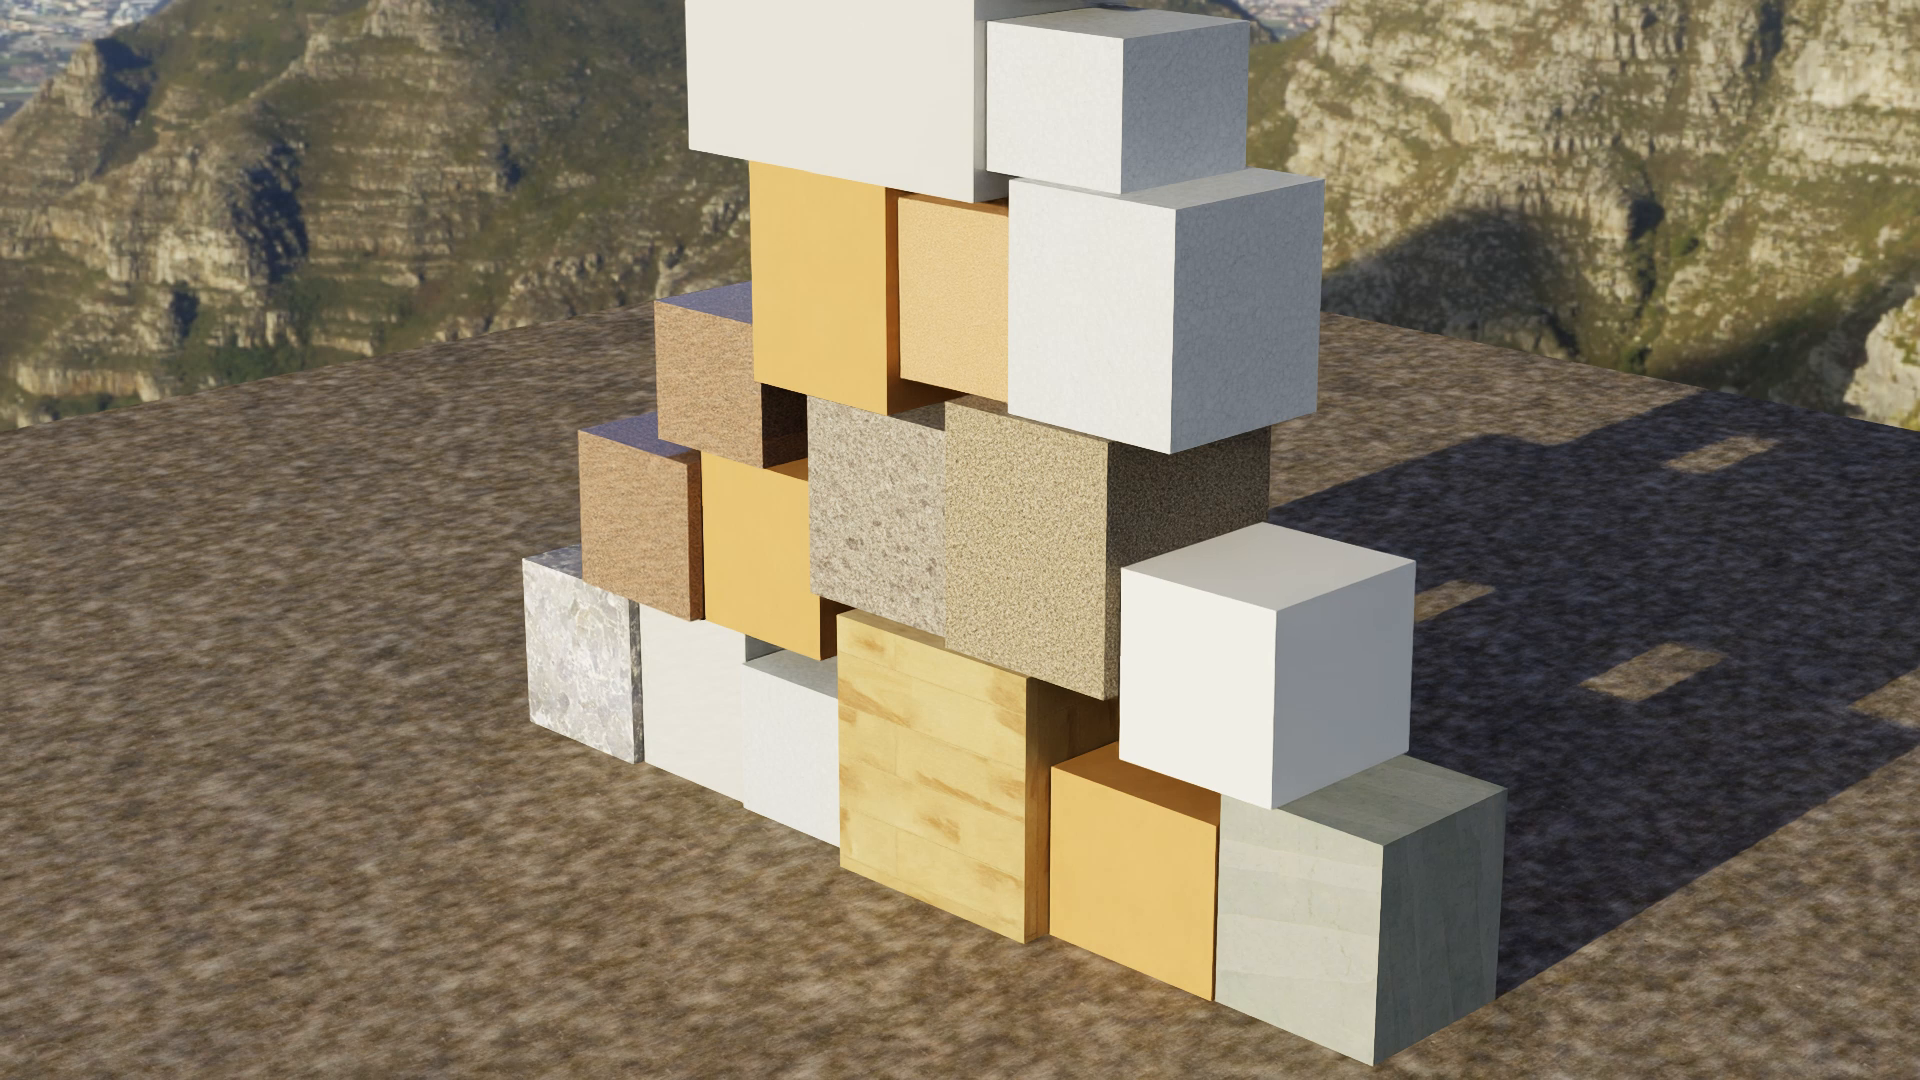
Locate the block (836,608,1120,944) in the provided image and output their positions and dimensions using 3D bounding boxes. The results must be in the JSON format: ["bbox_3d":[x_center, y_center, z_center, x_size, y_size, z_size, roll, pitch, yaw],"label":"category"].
[{"bbox_3d":[0.276,0.922,13.362,1.171,1.228,1.177,-17,24,-42],"label":"block"}]

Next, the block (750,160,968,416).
[{"bbox_3d":[-0.332,-1.216,13.286,0.852,1.021,0.883,-17,24,-42],"label":"block"}]

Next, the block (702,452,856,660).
[{"bbox_3d":[-0.671,-0.013,14.037,0.759,0.854,0.822,-17,24,-42],"label":"block"}]

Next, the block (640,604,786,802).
[{"bbox_3d":[-1.035,0.702,14.647,0.772,0.877,0.793,-17,24,-42],"label":"block"}]

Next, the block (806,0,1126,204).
[{"bbox_3d":[0.027,-2.021,12.679,1.009,0.878,0.931,17,24,42],"label":"block"}]

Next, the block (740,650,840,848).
[{"bbox_3d":[-0.452,0.943,14.111,0.850,0.740,0.836,-17,24,-42],"label":"block"}]

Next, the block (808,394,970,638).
[{"bbox_3d":[-0.024,-0.200,13.321,0.916,0.938,0.963,-17,24,-42],"label":"block"}]

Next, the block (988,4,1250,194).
[{"bbox_3d":[0.649,-1.828,12.074,0.774,0.614,0.744,-17,24,-42],"label":"block"}]

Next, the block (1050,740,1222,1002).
[{"bbox_3d":[1.020,1.359,12.705,0.850,0.789,0.925,-17,24,-42],"label":"block"}]

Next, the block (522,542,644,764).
[{"bbox_3d":[-1.638,0.521,15.199,0.865,0.892,0.861,-17,24,-42],"label":"block"}]

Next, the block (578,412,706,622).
[{"bbox_3d":[-1.261,-0.173,14.602,0.935,0.792,0.832,-17,25,-42],"label":"block"}]

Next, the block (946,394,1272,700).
[{"bbox_3d":[0.635,-0.072,12.633,1.044,1.106,0.929,-17,24,-42],"label":"block"}]

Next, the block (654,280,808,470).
[{"bbox_3d":[-0.911,-0.815,14.031,0.773,0.680,0.759,-17,24,-42],"label":"block"}]

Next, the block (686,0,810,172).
[{"bbox_3d":[-0.635,-2.199,13.303,0.823,0.845,0.883,17,24,42],"label":"block"}]

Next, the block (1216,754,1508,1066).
[{"bbox_3d":[1.649,1.467,12.090,0.834,0.952,0.820,-17,24,-42],"label":"block"}]

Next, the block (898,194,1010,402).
[{"bbox_3d":[0.260,-1.094,12.718,0.720,0.795,0.760,-17,23,-42],"label":"block"}]

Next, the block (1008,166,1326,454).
[{"bbox_3d":[0.846,-1.003,12.111,0.931,0.983,0.895,-17,24,-42],"label":"block"}]

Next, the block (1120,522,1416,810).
[{"bbox_3d":[1.274,0.501,12.184,0.912,0.838,0.815,-17,23,-42],"label":"block"}]
